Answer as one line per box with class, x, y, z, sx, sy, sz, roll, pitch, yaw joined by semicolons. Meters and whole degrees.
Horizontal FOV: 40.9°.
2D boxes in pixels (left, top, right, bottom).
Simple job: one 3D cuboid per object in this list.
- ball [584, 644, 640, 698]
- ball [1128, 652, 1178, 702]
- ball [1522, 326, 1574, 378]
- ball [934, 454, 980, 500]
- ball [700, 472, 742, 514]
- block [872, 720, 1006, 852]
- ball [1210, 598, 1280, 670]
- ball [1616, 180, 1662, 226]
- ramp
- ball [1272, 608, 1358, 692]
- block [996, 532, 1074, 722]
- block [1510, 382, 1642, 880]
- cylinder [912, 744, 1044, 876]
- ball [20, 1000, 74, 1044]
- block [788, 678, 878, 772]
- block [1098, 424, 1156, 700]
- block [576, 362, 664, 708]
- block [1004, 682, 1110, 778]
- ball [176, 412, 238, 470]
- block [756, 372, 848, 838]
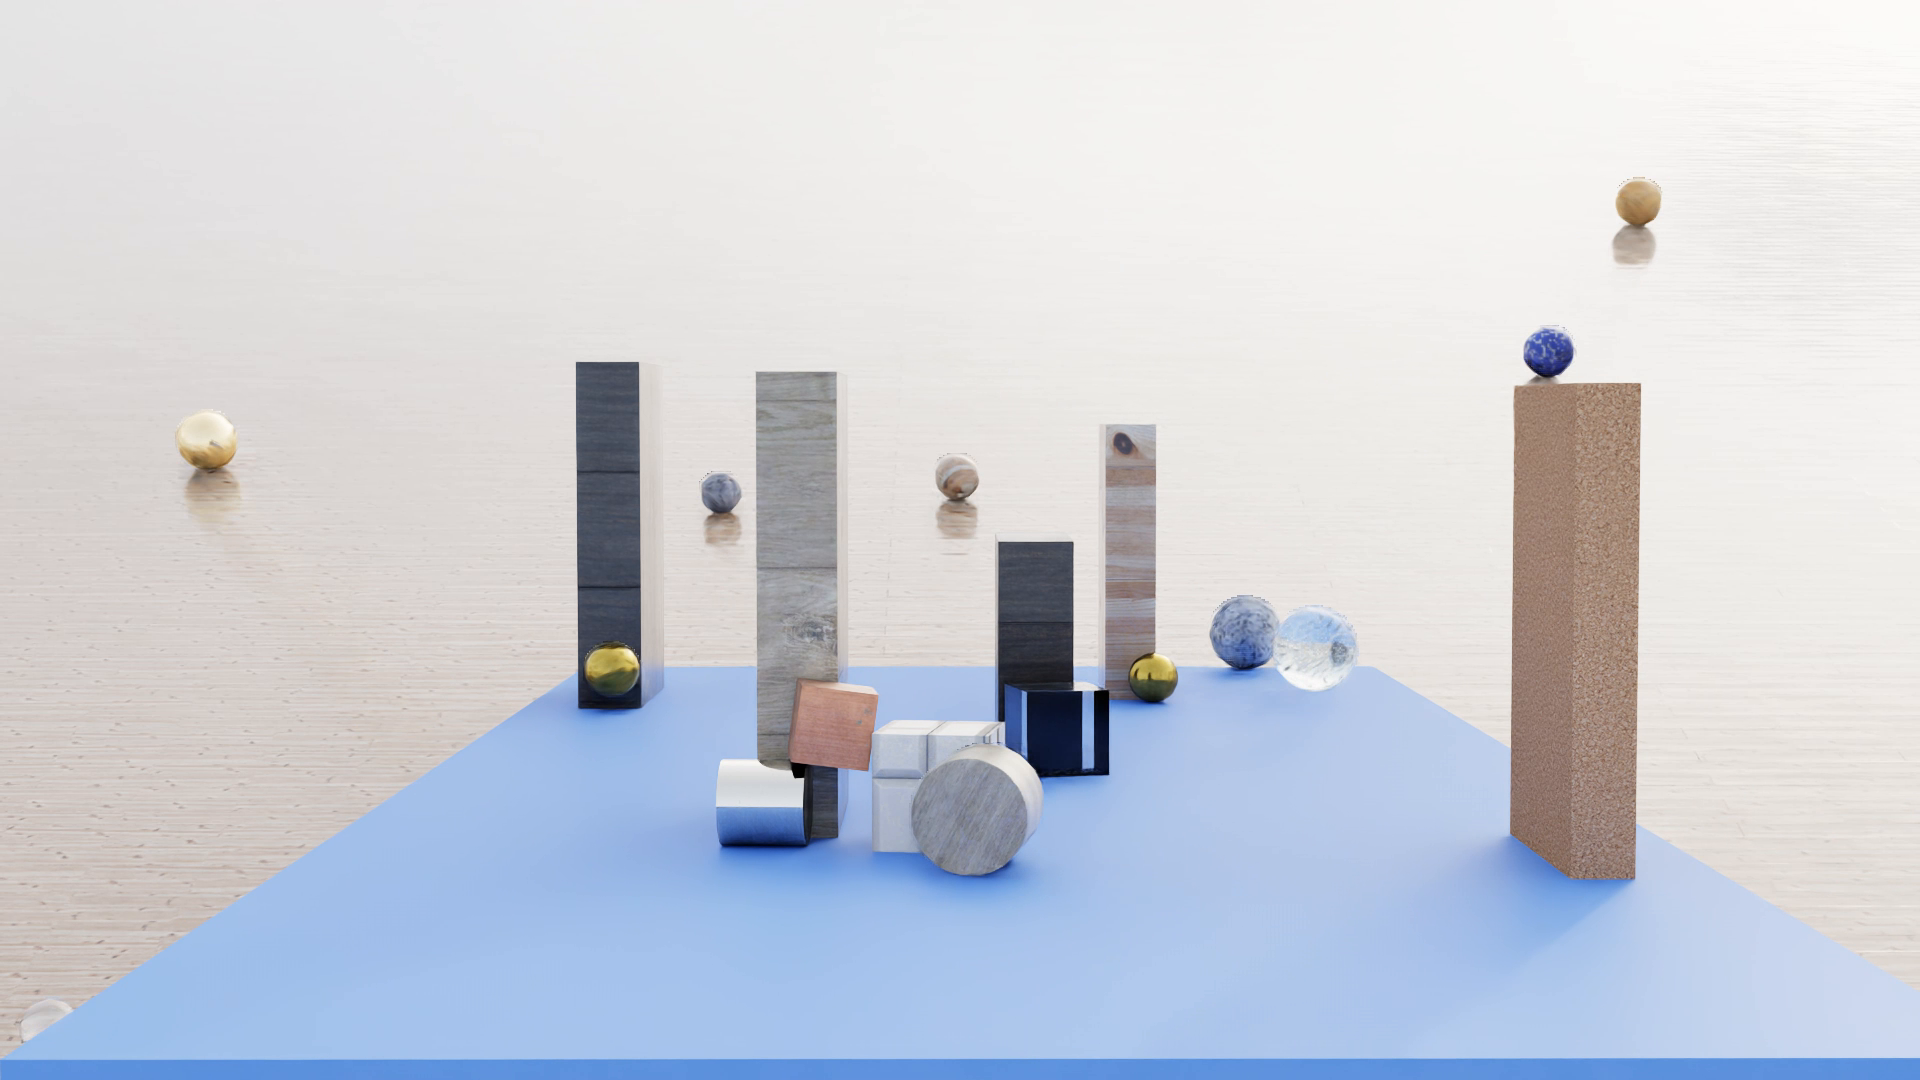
ball;-0.748;0.280;5.533;0.116;0.116;0.116;0;22;0
ball;0.428;0.305;5.702;0.111;0.111;0.111;0;22;0
ball;2.044;-0.653;8.926;0.175;0.175;0.175;0;22;0
ball;-0.008;-0.192;7.850;0.138;0.138;0.138;0;22;0
ball;-0.721;-0.142;7.749;0.122;0.122;0.122;0;22;0
block;-0.030;0.364;3.814;0.172;0.172;0.172;0;3;9
ball;0.717;0.235;6.451;0.180;0.180;0.180;0;22;0
ball;2.840;-1.412;10.765;0.189;0.189;0.189;0;22;0
ramp;0.051;0.466;4.534;2.000;0.100;4.000;0;3;0
ball;0.818;0.253;5.929;0.193;0.193;0.193;0;22;0
block;0.138;0.197;4.863;0.137;0.407;0.375;0;3;0
block;0.879;0.116;3.695;0.089;0.678;0.385;0;3;0
cylinder;0.027;0.378;3.616;0.162;0.162;0.162;4;3;10
ball;-1.792;0.962;5.064;0.113;0.113;0.113;0;22;0
block;-0.189;0.272;3.803;0.113;0.113;0.113;8;2;-7
block;0.381;0.043;5.884;0.113;0.616;0.278;0;3;0
block;-0.762;-0.020;5.796;0.138;0.753;0.439;0;3;0
block;0.172;0.338;4.596;0.151;0.151;0.151;-1;3;-14
ball;-2.363;-0.310;8.079;0.184;0.184;0.184;0;22;0
block;-0.244;0.089;4.042;0.121;0.700;0.381;0;3;0
